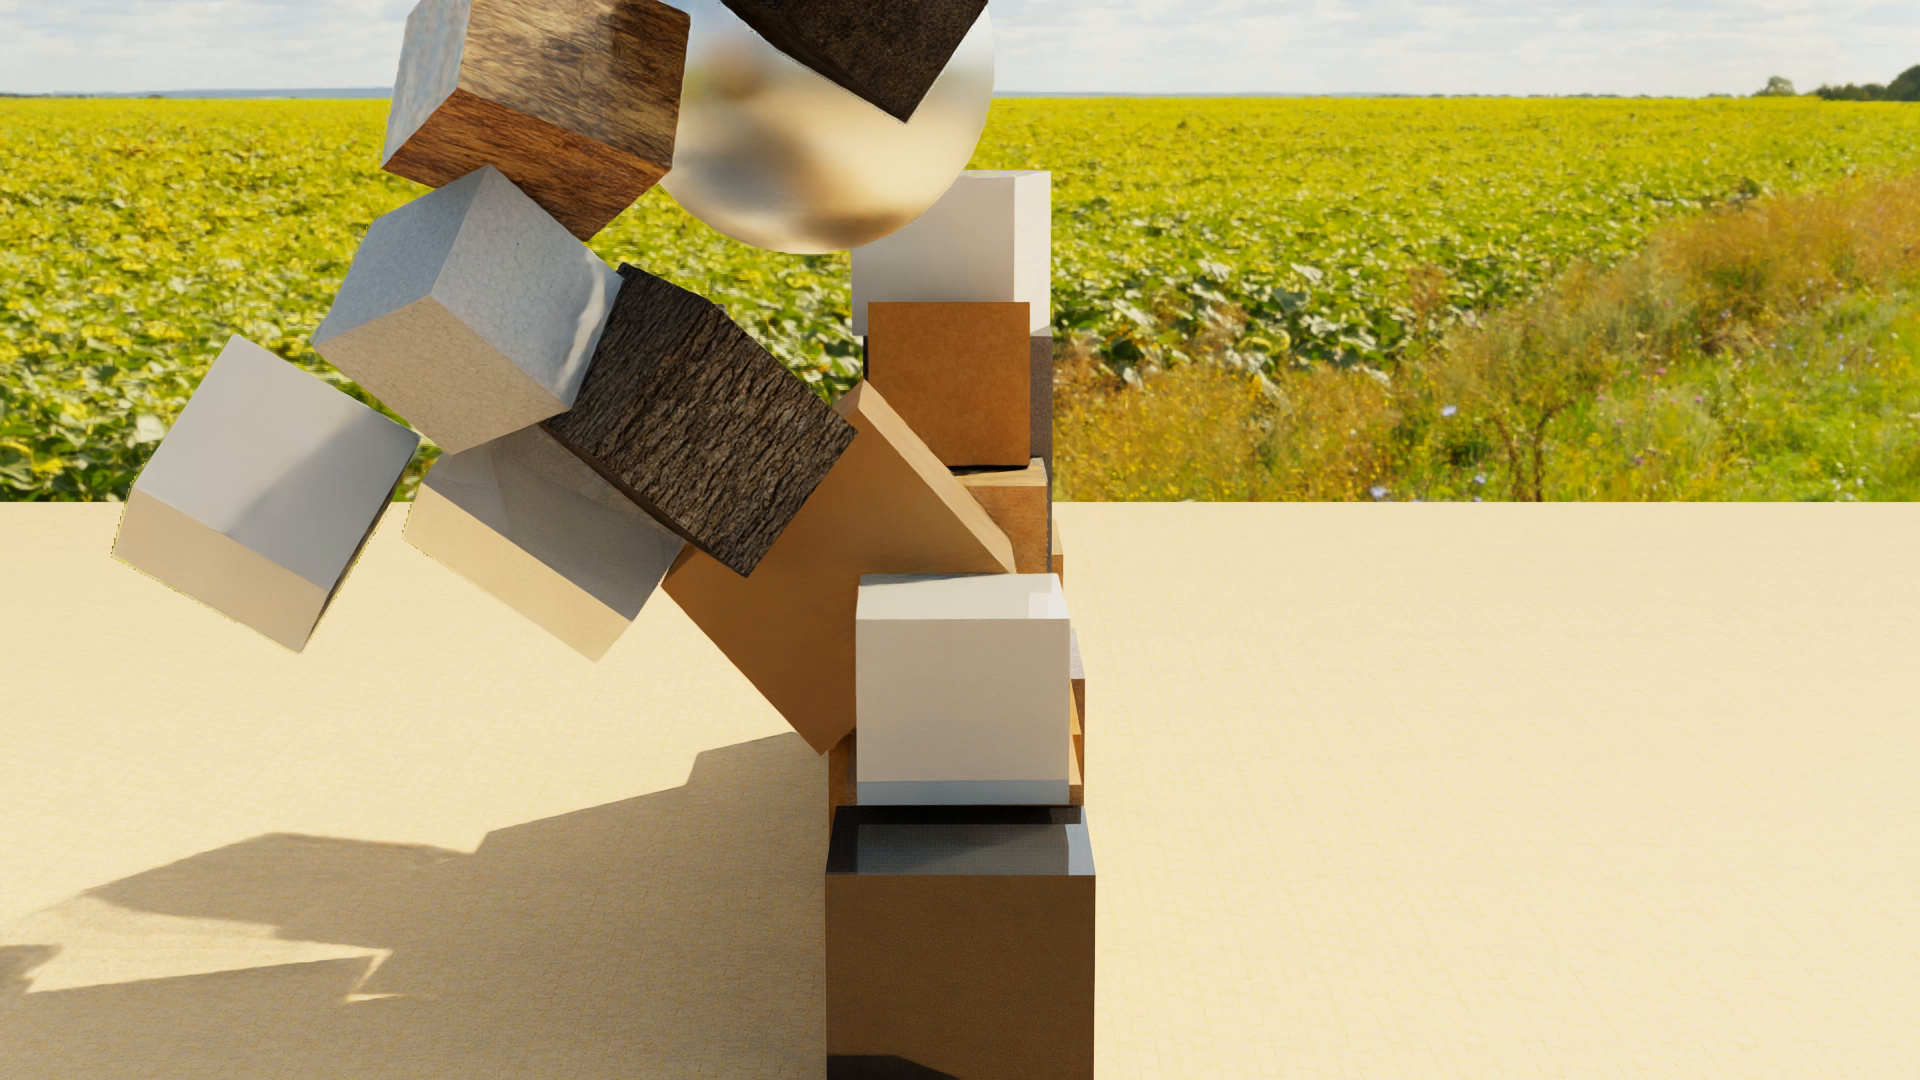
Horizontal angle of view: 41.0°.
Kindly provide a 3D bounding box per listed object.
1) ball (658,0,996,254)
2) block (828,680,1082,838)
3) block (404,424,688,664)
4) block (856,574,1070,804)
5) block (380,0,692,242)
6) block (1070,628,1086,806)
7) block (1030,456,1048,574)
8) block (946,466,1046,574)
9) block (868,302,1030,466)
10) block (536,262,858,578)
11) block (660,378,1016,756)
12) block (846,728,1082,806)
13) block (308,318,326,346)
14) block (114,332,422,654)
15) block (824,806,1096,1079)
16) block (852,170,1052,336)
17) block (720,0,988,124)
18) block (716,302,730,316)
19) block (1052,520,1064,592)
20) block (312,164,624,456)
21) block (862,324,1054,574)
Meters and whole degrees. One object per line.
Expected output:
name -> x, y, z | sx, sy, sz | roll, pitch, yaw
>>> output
ball -> -0.650, -2.008, 10.815 | 1.600, 1.600, 1.600 | 0, 10, 0
block -> -0.022, 1.135, 10.714 | 0.998, 0.934, 1.028 | 0, 10, 0
block -> -1.535, -0.278, 10.543 | 0.969, 1.072, 1.058 | 34, -18, -7
block -> 0.004, 0.531, 9.394 | 0.748, 0.669, 0.816 | 0, 10, -1
block -> -1.538, -1.630, 9.319 | 0.824, 0.654, 0.690 | 18, -26, -29
block -> -0.006, 0.958, 11.742 | 1.101, 0.914, 1.040 | 0, 10, 0
block -> 0.007, 0.049, 12.019 | 0.779, 0.773, 0.927 | 0, 9, 0
block -> -0.029, 0.146, 11.155 | 0.783, 0.861, 0.792 | 0, 8, 0
block -> -0.052, -0.704, 11.706 | 0.711, 0.719, 0.816 | 0, 2, -1
block -> -1.021, -0.452, 9.488 | 0.804, 0.679, 0.784 | 41, -7, -33
block -> -0.465, 0.081, 10.216 | 1.016, 0.901, 0.969 | -42, 8, 6
block -> 0.011, 1.287, 9.794 | 0.855, 0.963, 0.821 | 0, 10, 0
block -> -2.323, -0.856, 11.234 | 0.633, 0.578, 0.680 | 36, -2, 8
block -> -2.841, -0.181, 10.529 | 0.852, 0.807, 0.697 | 30, -32, -9
block -> 0.001, 1.473, 8.981 | 0.899, 0.888, 0.820 | 0, 10, 0
block -> -0.035, -1.407, 12.534 | 0.804, 0.762, 0.761 | 3, 11, 15
block -> -0.456, -2.163, 9.327 | 0.770, 0.753, 0.864 | 35, 2, 35
block -> -1.539, -0.531, 12.344 | 0.942, 0.790, 0.826 | -4, 48, 12
block -> 0.001, 0.521, 13.634 | 1.049, 1.097, 1.035 | 0, 10, 0
block -> -1.796, -0.832, 9.403 | 0.699, 0.625, 0.683 | -16, -45, 39
block -> -0.009, -0.495, 12.899 | 0.914, 1.165, 0.984 | 0, 11, 0
